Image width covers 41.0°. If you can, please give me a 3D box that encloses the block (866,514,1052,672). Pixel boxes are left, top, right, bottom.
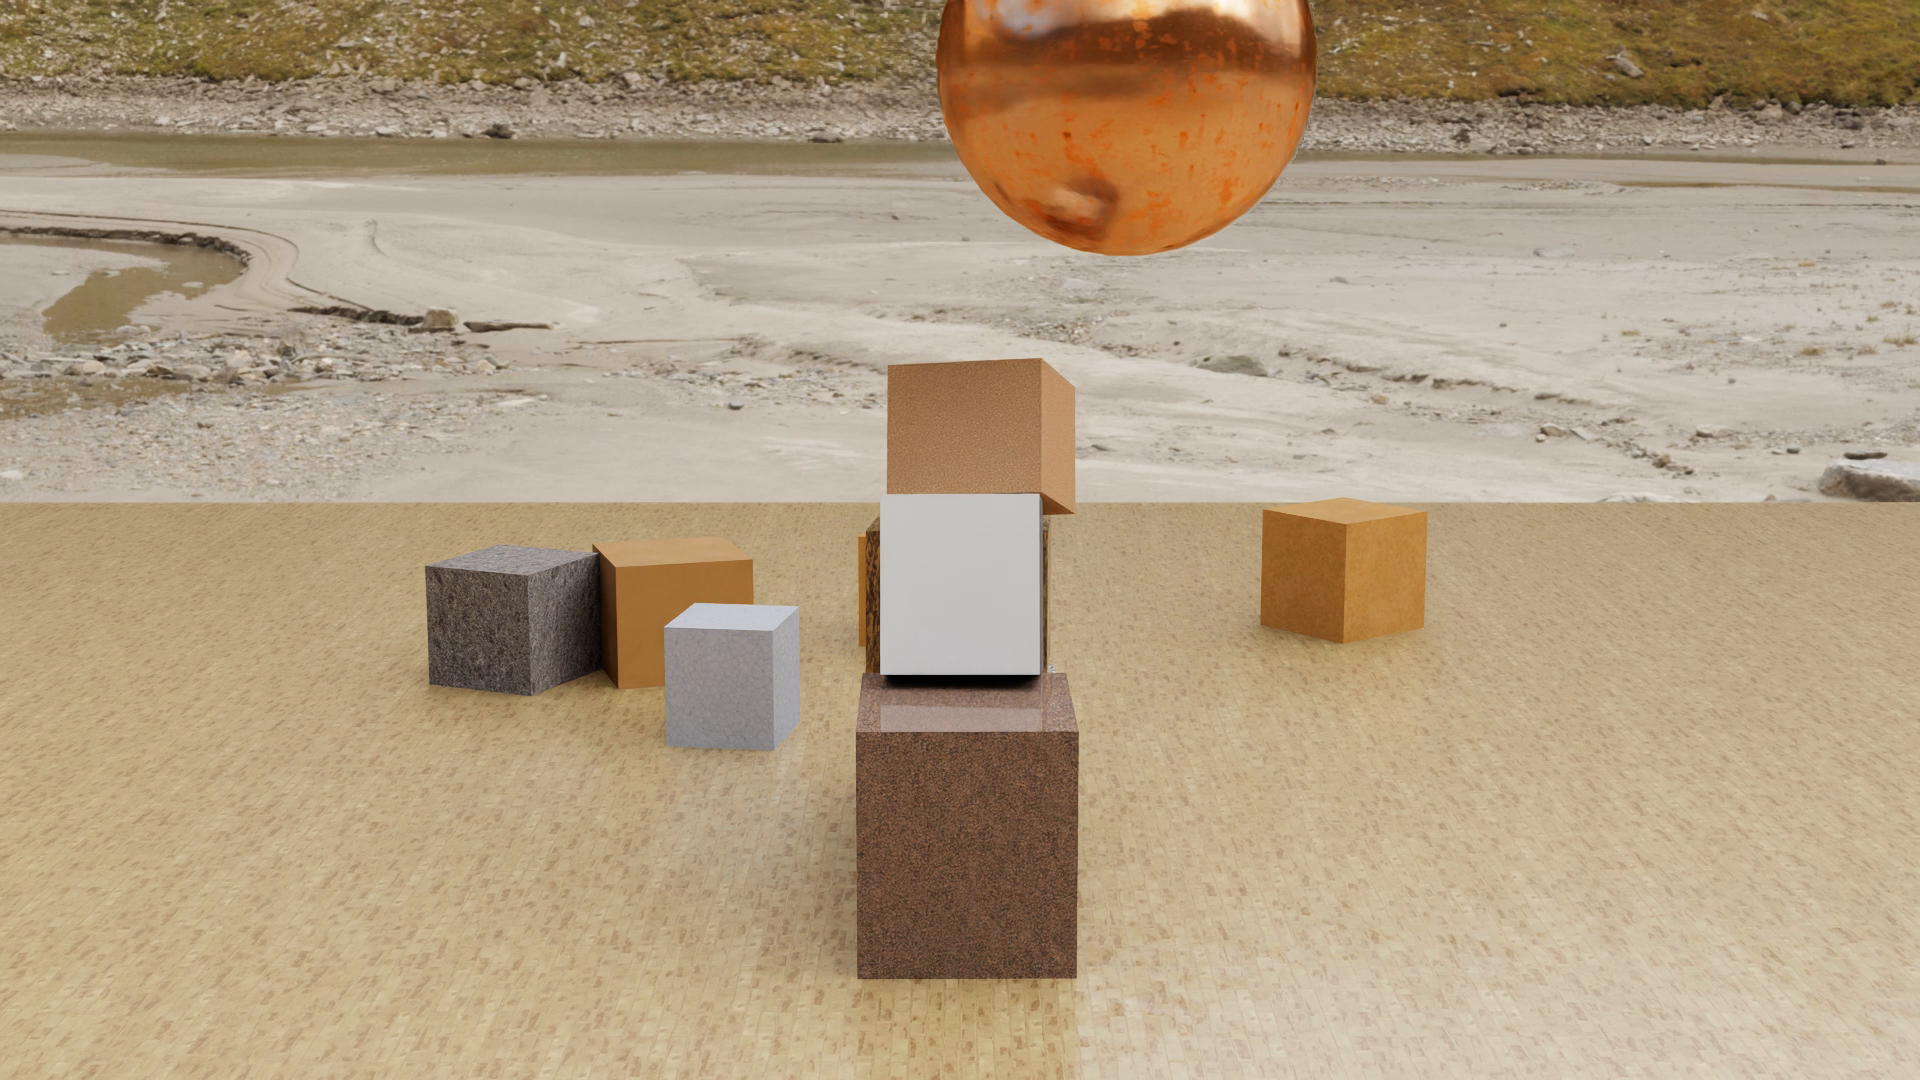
[{"bbox_3d":[0.006,0.242,11.760,0.806,0.649,0.792,1,7,3],"label":"block"}]

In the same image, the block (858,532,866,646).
[{"bbox_3d":[-0.221,0.270,16.147,0.613,0.692,0.764,3,11,17],"label":"block"}]

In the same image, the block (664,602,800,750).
[{"bbox_3d":[-1.214,0.726,13.770,0.585,0.645,0.631,2,10,9],"label":"block"}]

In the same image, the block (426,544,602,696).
[{"bbox_3d":[-2.614,0.459,15.075,0.703,0.703,0.755,5,11,24],"label":"block"}]

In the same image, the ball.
[{"bbox_3d":[0.698,-2.000,10.817,1.600,1.600,1.600,0,10,0],"label":"ball"}]

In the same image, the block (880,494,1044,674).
[{"bbox_3d":[0.019,0.193,10.938,0.656,0.743,0.766,0,-2,3],"label":"block"}]

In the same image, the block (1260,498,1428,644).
[{"bbox_3d":[2.459,0.183,16.447,0.756,0.757,0.720,-8,13,-38],"label":"block"}]

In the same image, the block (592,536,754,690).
[{"bbox_3d":[-1.710,0.419,15.248,0.804,0.719,0.803,-3,11,-17],"label":"block"}]

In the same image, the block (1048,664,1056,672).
[{"bbox_3d":[0.002,1.056,11.424,0.862,0.836,0.839,0,10,0],"label":"block"}]

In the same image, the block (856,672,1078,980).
[{"bbox_3d":[0.023,1.144,10.479,0.862,1.001,0.991,0,10,-1],"label":"block"}]

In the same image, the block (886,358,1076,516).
[{"bbox_3d":[0.104,-0.444,11.484,0.693,0.587,0.695,-2,-8,15],"label":"block"}]
